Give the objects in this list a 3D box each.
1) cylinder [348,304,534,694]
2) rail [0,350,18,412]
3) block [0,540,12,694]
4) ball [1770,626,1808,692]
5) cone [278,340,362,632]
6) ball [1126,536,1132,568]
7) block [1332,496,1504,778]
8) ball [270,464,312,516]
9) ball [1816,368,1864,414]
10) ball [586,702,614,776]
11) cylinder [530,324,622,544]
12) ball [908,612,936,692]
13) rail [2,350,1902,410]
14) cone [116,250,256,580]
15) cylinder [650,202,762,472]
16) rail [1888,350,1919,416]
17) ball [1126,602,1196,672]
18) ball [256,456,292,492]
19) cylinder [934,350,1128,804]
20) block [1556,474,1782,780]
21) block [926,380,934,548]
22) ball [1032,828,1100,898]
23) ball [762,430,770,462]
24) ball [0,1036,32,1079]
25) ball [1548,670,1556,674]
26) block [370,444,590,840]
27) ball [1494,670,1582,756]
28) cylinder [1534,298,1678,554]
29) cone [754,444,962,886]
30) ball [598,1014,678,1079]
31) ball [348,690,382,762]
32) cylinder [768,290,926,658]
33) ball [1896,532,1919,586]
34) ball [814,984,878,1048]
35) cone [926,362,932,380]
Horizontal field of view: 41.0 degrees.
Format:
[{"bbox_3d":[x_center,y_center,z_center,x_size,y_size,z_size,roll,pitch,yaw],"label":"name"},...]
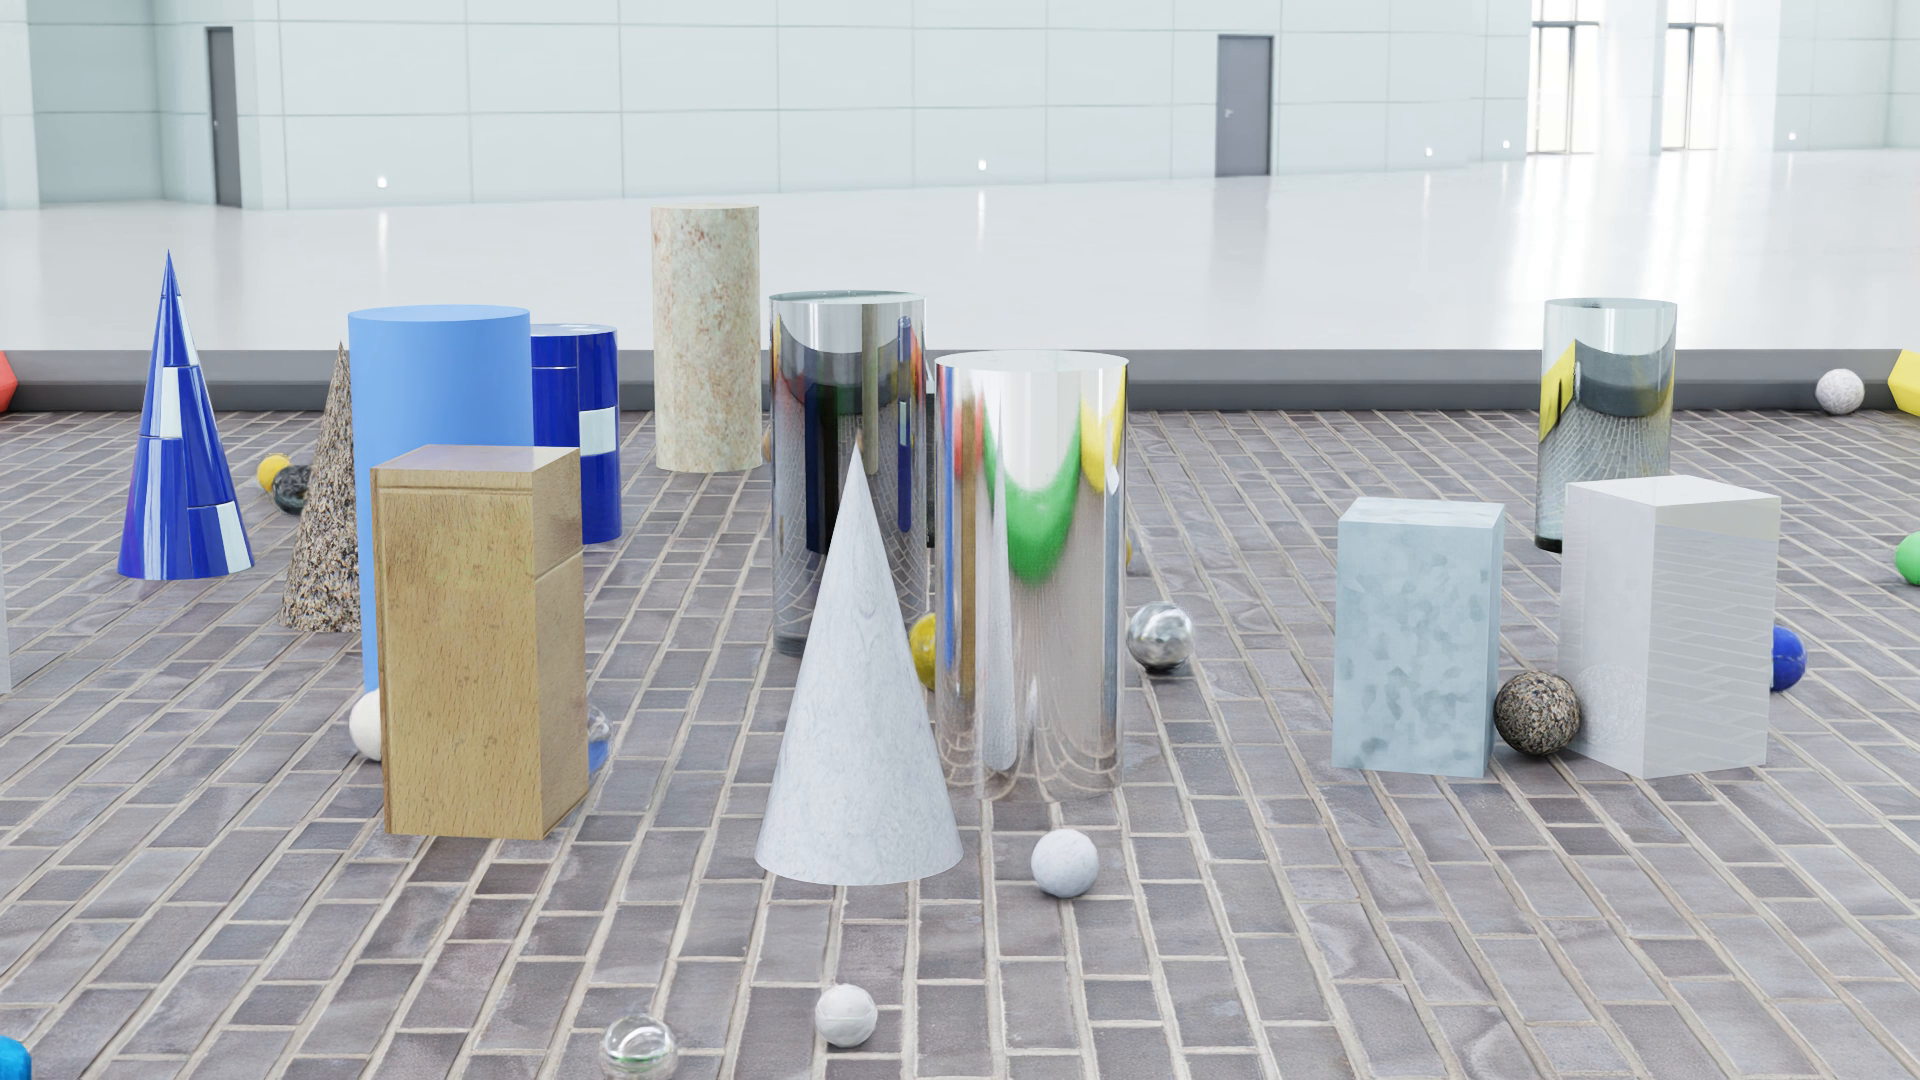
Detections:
[{"bbox_3d":[-0.570,-0.023,2.849,0.196,0.458,0.196,0,11,0],"label":"cylinder"},{"bbox_3d":[-2.000,0.035,3.438,0.045,0.127,4.112,0,11,0],"label":"rail"},{"bbox_3d":[-1.217,-0.014,3.017,0.156,0.378,0.156,-5,11,-23],"label":"block"},{"bbox_3d":[0.956,0.139,3.015,0.078,0.078,0.078,0,11,0],"label":"ball"},{"bbox_3d":[-0.811,-0.081,3.394,0.196,0.372,0.196,0,11,0],"label":"cone"},{"bbox_3d":[0.213,0.016,3.697,0.071,0.071,0.071,0,11,0],"label":"ball"},{"bbox_3d":[0.487,0.100,2.723,0.156,0.263,0.156,3,11,16],"label":"block"},{"bbox_3d":[-1.082,-0.081,4.187,0.084,0.084,0.084,0,11,0],"label":"ball"},{"bbox_3d":[1.850,-0.311,5.393,0.096,0.096,0.096,0,11,0],"label":"ball"},{"bbox_3d":[-0.398,0.206,2.649,0.080,0.080,0.080,0,11,0],"label":"ball"},{"bbox_3d":[-0.628,-0.166,3.991,0.196,0.323,0.196,0,11,0],"label":"cylinder"},{"bbox_3d":[-0.015,0.130,3.008,0.098,0.098,0.098,0,11,0],"label":"ball"},{"bbox_3d":[-0.012,-0.338,5.447,4.048,0.127,0.045,0,11,0],"label":"rail"},{"bbox_3d":[-1.136,-0.190,3.724,0.196,0.467,0.196,0,11,0],"label":"cone"},{"bbox_3d":[-0.462,-0.373,4.691,0.196,0.473,0.196,0,11,0],"label":"cylinder"},{"bbox_3d":[2.000,0.031,3.460,0.045,0.127,4.112,0,11,0],"label":"rail"},{"bbox_3d":[0.244,0.118,3.116,0.083,0.083,0.083,0,11,0],"label":"ball"},{"bbox_3d":[-1.177,-0.113,4.414,0.064,0.064,0.064,0,11,0],"label":"ball"},{"bbox_3d":[0.072,0.032,2.618,0.196,0.433,0.196,0,11,0],"label":"cylinder"},{"bbox_3d":[0.747,0.088,2.721,0.156,0.286,0.156,-4,11,-21],"label":"block"},{"bbox_3d":[-0.030,-0.120,3.973,0.156,0.237,0.156,-1,11,-8],"label":"block"},{"bbox_3d":[0.093,0.286,2.272,0.060,0.060,0.060,0,11,0],"label":"ball"},{"bbox_3d":[-0.317,-0.170,4.665,0.084,0.084,0.084,0,11,0],"label":"ball"},{"bbox_3d":[-0.683,0.376,1.818,0.049,0.049,0.049,0,11,0],"label":"ball"},{"bbox_3d":[0.660,0.178,2.827,0.071,0.071,0.071,0,11,0],"label":"ball"},{"bbox_3d":[-0.463,0.095,2.494,0.156,0.354,0.156,2,11,8],"label":"block"},{"bbox_3d":[0.615,0.184,2.735,0.092,0.092,0.092,0,11,0],"label":"ball"},{"bbox_3d":[0.979,-0.174,3.894,0.196,0.372,0.196,0,11,0],"label":"cylinder"},{"bbox_3d":[-0.094,0.101,2.366,0.196,0.390,0.196,0,11,0],"label":"cone"},{"bbox_3d":[-0.231,0.368,1.837,0.057,0.057,0.057,0,11,0],"label":"ball"},{"bbox_3d":[-0.607,0.195,2.714,0.077,0.077,0.077,0,11,0],"label":"ball"},{"bbox_3d":[-0.140,-0.084,3.220,0.196,0.442,0.196,0,11,0],"label":"cylinder"},{"bbox_3d":[1.363,0.026,3.627,0.078,0.078,0.078,0,11,0],"label":"ball"},{"bbox_3d":[-0.086,0.357,1.926,0.047,0.047,0.047,0,11,0],"label":"ball"},{"bbox_3d":[-0.073,-0.204,4.262,0.196,0.298,0.196,0,11,0],"label":"cone"}]
